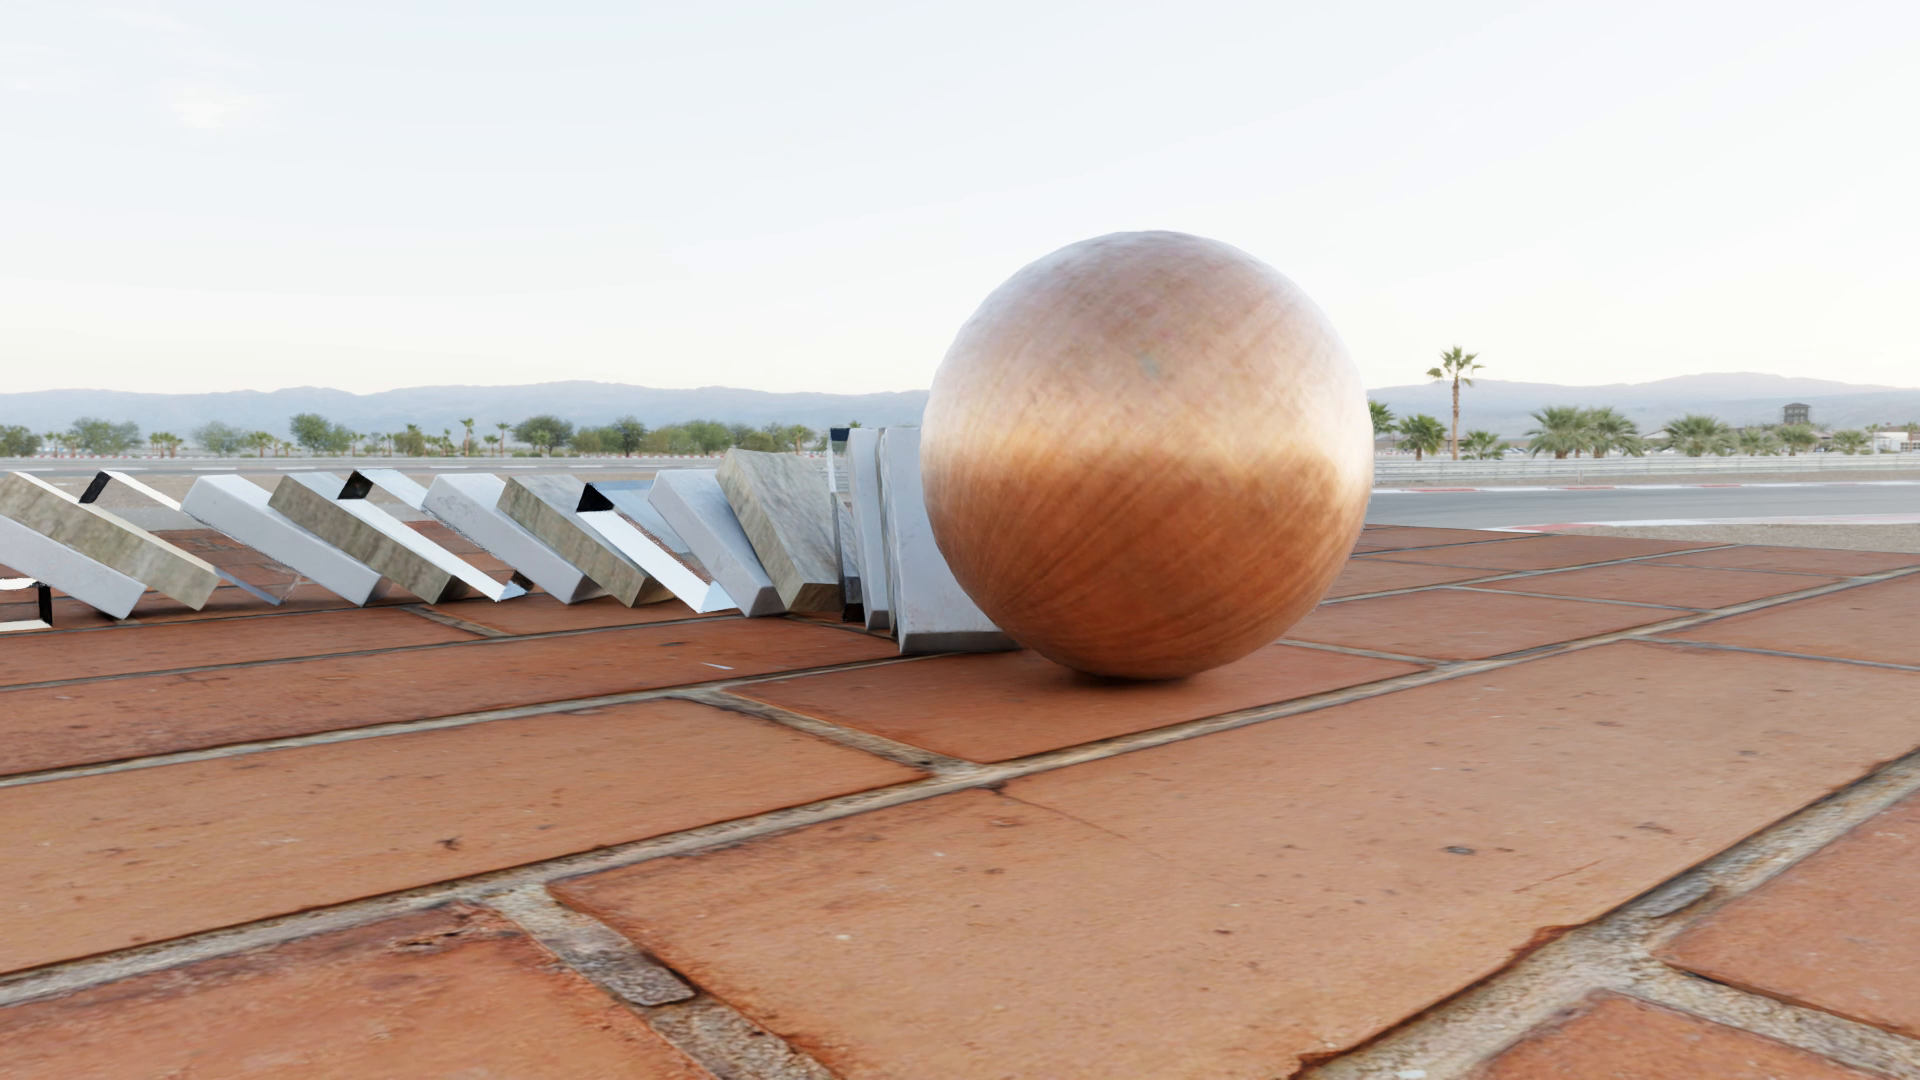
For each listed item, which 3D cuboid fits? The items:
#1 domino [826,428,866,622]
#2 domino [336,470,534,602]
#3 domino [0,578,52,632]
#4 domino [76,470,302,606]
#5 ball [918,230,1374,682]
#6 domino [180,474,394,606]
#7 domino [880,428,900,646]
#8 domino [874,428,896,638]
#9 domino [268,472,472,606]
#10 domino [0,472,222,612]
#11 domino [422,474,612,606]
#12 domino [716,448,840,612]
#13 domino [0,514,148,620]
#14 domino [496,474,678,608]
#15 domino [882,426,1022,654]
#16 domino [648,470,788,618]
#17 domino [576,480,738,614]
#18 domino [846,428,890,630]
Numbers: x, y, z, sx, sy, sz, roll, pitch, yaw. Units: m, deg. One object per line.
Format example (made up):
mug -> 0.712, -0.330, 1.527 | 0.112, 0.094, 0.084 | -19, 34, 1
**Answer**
domino -> -0.018, -0.004, 0.315 | 0.025, 0.050, 0.010 | 0, -31, -14
domino -> -0.141, -0.002, 0.351 | 0.050, 0.010, 0.025 | 32, 3, -1
domino -> -0.238, 0.016, 0.290 | 0.050, 0.009, 0.025 | -4, 6, -44
domino -> -0.197, 0.000, 0.331 | 0.050, 0.009, 0.025 | 33, -11, -20
ball -> 0.033, -0.015, 0.231 | 0.080, 0.080, 0.080 | 0, 4, 0
domino -> -0.177, 0.000, 0.342 | 0.050, 0.009, 0.025 | 31, -2, -11
domino -> -0.003, -0.002, 0.282 | 0.025, 0.050, 0.010 | -1, -31, -11
domino -> -0.005, -0.003, 0.294 | 0.025, 0.050, 0.009 | -1, -31, -11
domino -> -0.158, -0.001, 0.349 | 0.050, 0.010, 0.025 | 32, 3, -4
domino -> -0.212, 0.000, 0.320 | 0.050, 0.009, 0.025 | 35, -15, -25
domino -> -0.119, -0.001, 0.352 | 0.050, 0.009, 0.025 | 33, 10, 9
domino -> -0.041, -0.003, 0.328 | 0.025, 0.010, 0.050 | 4, 40, -41
domino -> -0.223, 0.002, 0.306 | 0.050, 0.010, 0.025 | 38, -19, -33
domino -> -0.098, -0.001, 0.349 | 0.050, 0.009, 0.025 | 34, 15, 16
domino -> -0.002, -0.001, 0.271 | 0.025, 0.050, 0.009 | -1, -31, -11
domino -> -0.057, 0.000, 0.333 | 0.025, 0.010, 0.050 | -4, 40, -48
domino -> -0.076, 0.001, 0.342 | 0.050, 0.009, 0.025 | 35, 20, 25
domino -> -0.012, -0.003, 0.305 | 0.025, 0.050, 0.009 | -1, -31, -14
